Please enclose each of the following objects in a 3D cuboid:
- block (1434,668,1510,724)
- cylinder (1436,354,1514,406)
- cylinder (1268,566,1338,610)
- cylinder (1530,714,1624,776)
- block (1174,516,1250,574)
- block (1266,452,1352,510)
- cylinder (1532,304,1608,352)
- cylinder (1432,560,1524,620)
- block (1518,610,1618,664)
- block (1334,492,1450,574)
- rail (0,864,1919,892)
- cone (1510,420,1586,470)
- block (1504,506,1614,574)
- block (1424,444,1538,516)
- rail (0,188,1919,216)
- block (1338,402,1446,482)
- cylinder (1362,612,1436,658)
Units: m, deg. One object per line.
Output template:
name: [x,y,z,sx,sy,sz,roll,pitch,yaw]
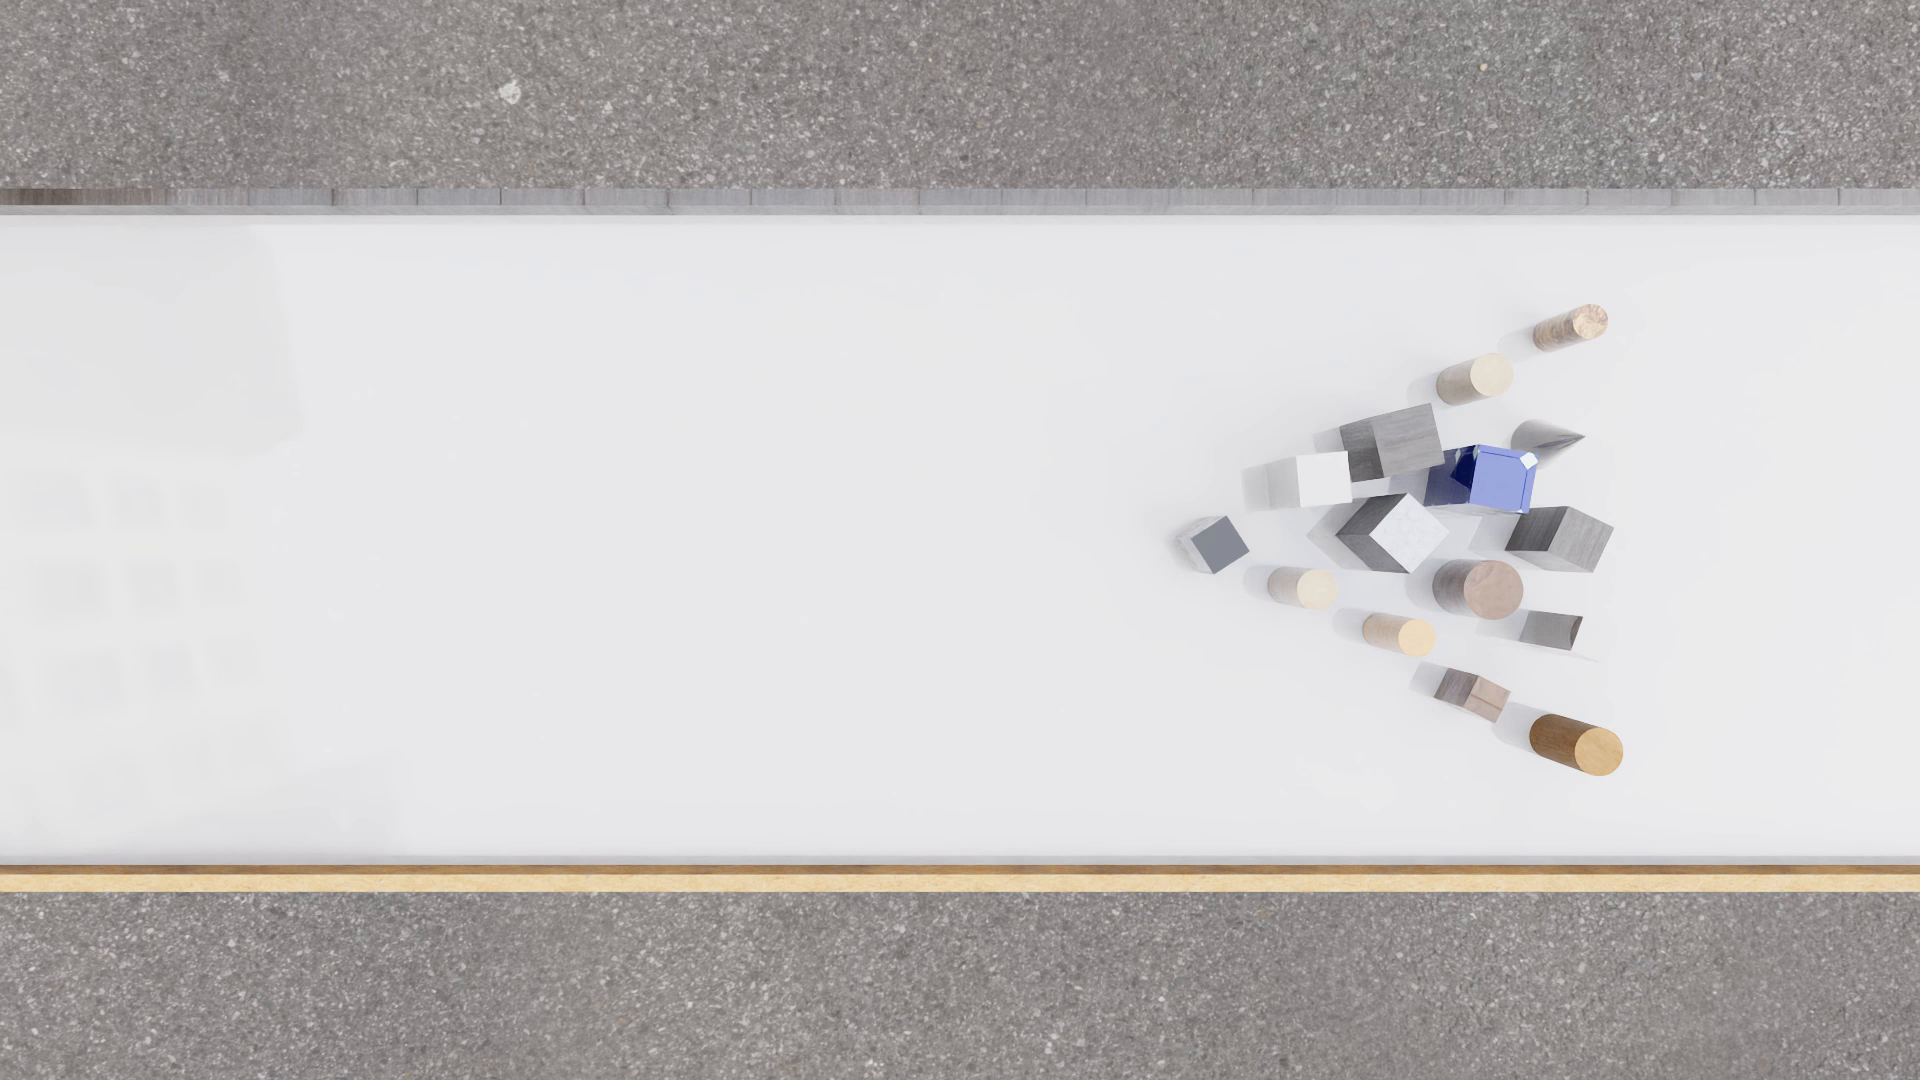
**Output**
block: [1.526,0.462,4.926,0.104,0.301,0.104,27,90,0]
cylinder: [1.528,-0.474,4.906,0.125,0.341,0.125,0,90,0]
cylinder: [1.004,0.140,4.854,0.117,0.446,0.117,0,90,0]
cylinder: [1.821,0.604,4.888,0.139,0.377,0.139,0,90,0]
block: [0.746,0.014,4.902,0.124,0.349,0.124,-33,90,0]
block: [1.020,-0.171,4.849,0.144,0.455,0.144,-5,90,0]
cylinder: [1.813,-0.629,4.909,0.102,0.335,0.102,0,90,0]
cylinder: [1.540,0.145,4.918,0.173,0.317,0.173,0,90,0]
block: [1.786,0.282,4.858,0.104,0.436,0.104,20,90,0]
block: [1.268,-0.019,4.864,0.162,0.425,0.162,43,90,0]
rail: [-2.247,1.025,5.001,12.000,0.150,0.050,0,90,0]
cone: [1.773,-0.294,4.871,0.156,0.410,0.156,0,90,0]
block: [1.771,-0.001,4.890,0.144,0.373,0.144,25,90,0]
block: [1.523,-0.171,4.847,0.169,0.459,0.169,10,90,0]
rail: [-2.247,-1.025,5.002,12.000,0.150,0.050,0,90,0]
block: [1.273,-0.284,4.883,0.178,0.387,0.178,-13,90,0]
cylinder: [1.291,0.277,4.865,0.107,0.423,0.107,0,90,0]
